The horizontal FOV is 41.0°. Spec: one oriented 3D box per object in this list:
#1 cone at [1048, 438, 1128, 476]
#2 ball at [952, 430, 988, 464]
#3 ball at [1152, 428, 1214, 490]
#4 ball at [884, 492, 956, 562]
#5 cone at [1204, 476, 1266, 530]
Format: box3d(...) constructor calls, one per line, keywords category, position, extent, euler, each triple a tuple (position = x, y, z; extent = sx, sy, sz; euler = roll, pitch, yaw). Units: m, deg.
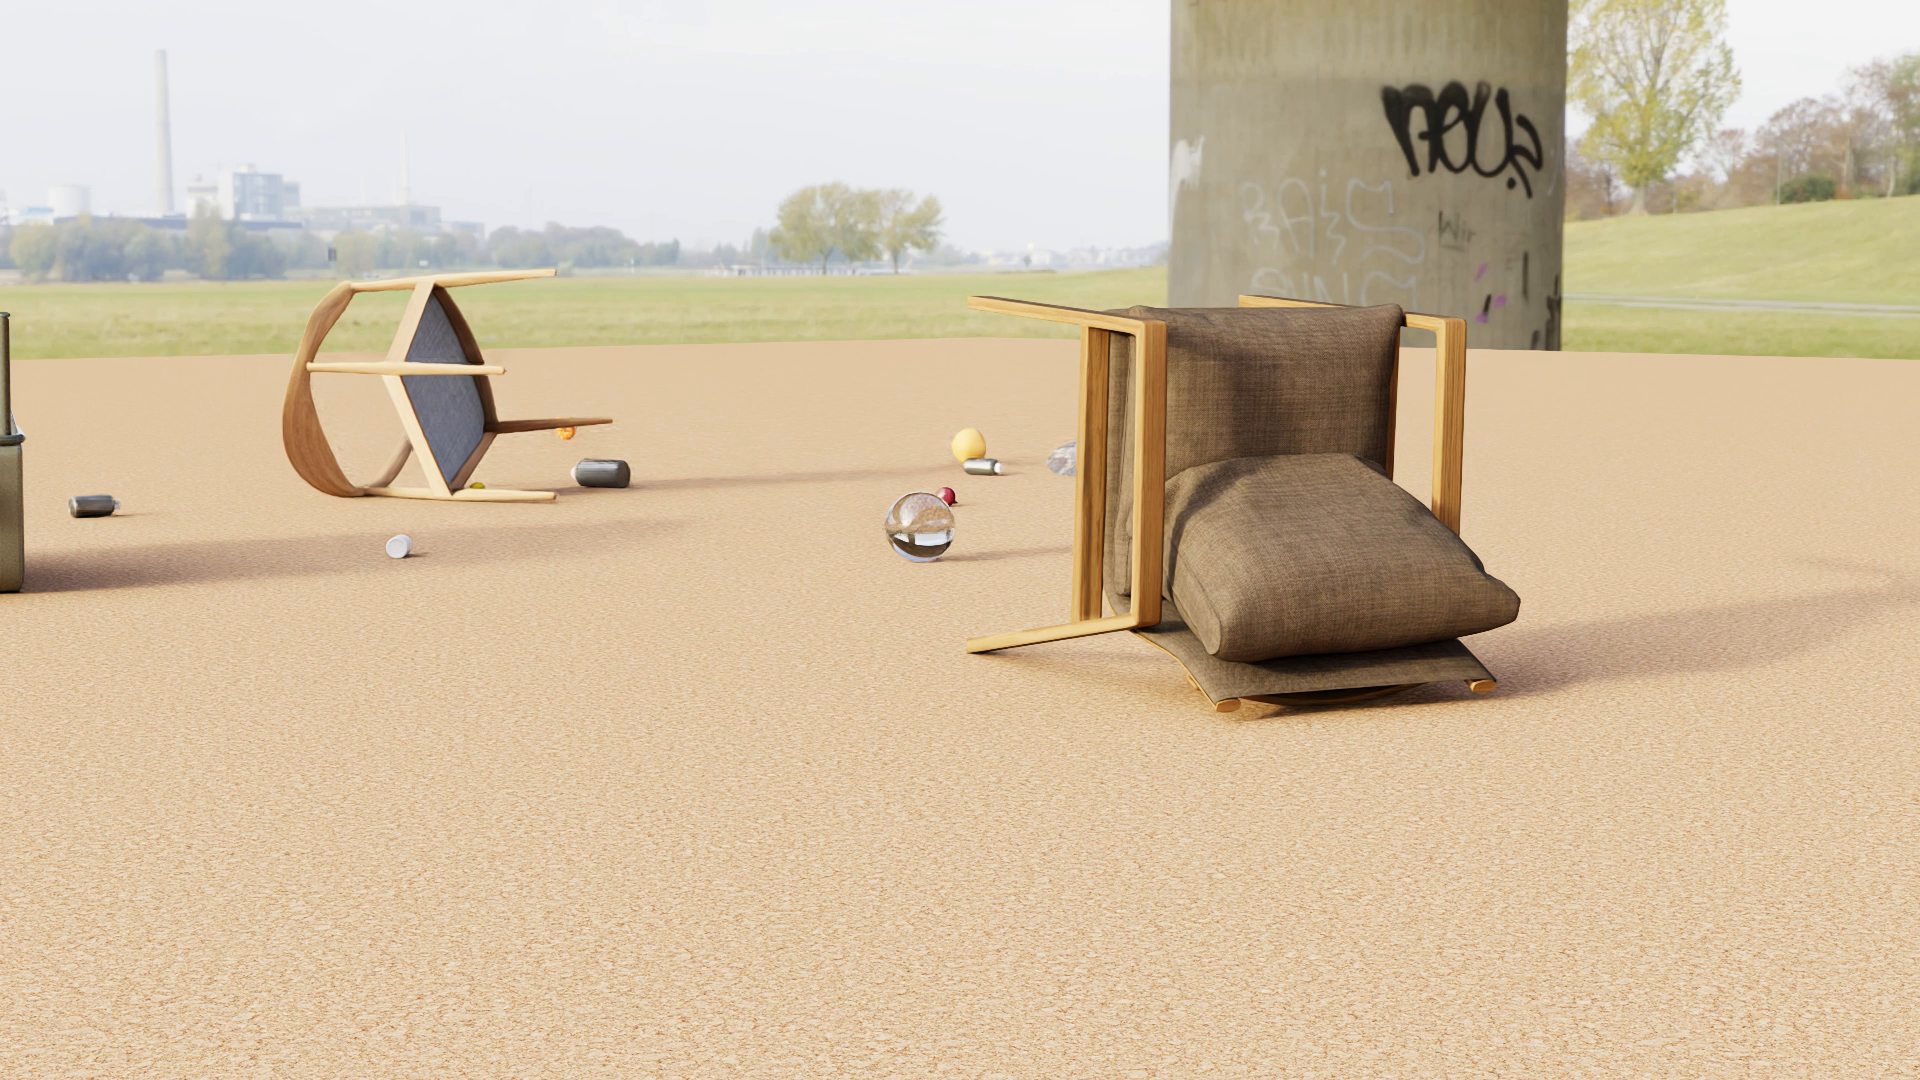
box3d(category="cone", position=(0.385, -0.253, 8.555), extent=(0.307, 0.124, 0.203), euler=(-12, -8, -24))
box3d(category="ball", position=(0.034, -0.326, 8.978), extent=(0.122, 0.122, 0.122), euler=(0, 6, 0))
box3d(category="ball", position=(0.685, -0.248, 7.877), extent=(0.193, 0.193, 0.193), euler=(0, 6, 0))
box3d(category="ball", position=(-0.092, -0.031, 5.915), extent=(0.163, 0.163, 0.163), euler=(0, 6, 0))
box3d(category="cone", position=(0.686, -0.062, 6.672), extent=(0.151, 0.159, 0.147), euler=(-34, -7, -25))
